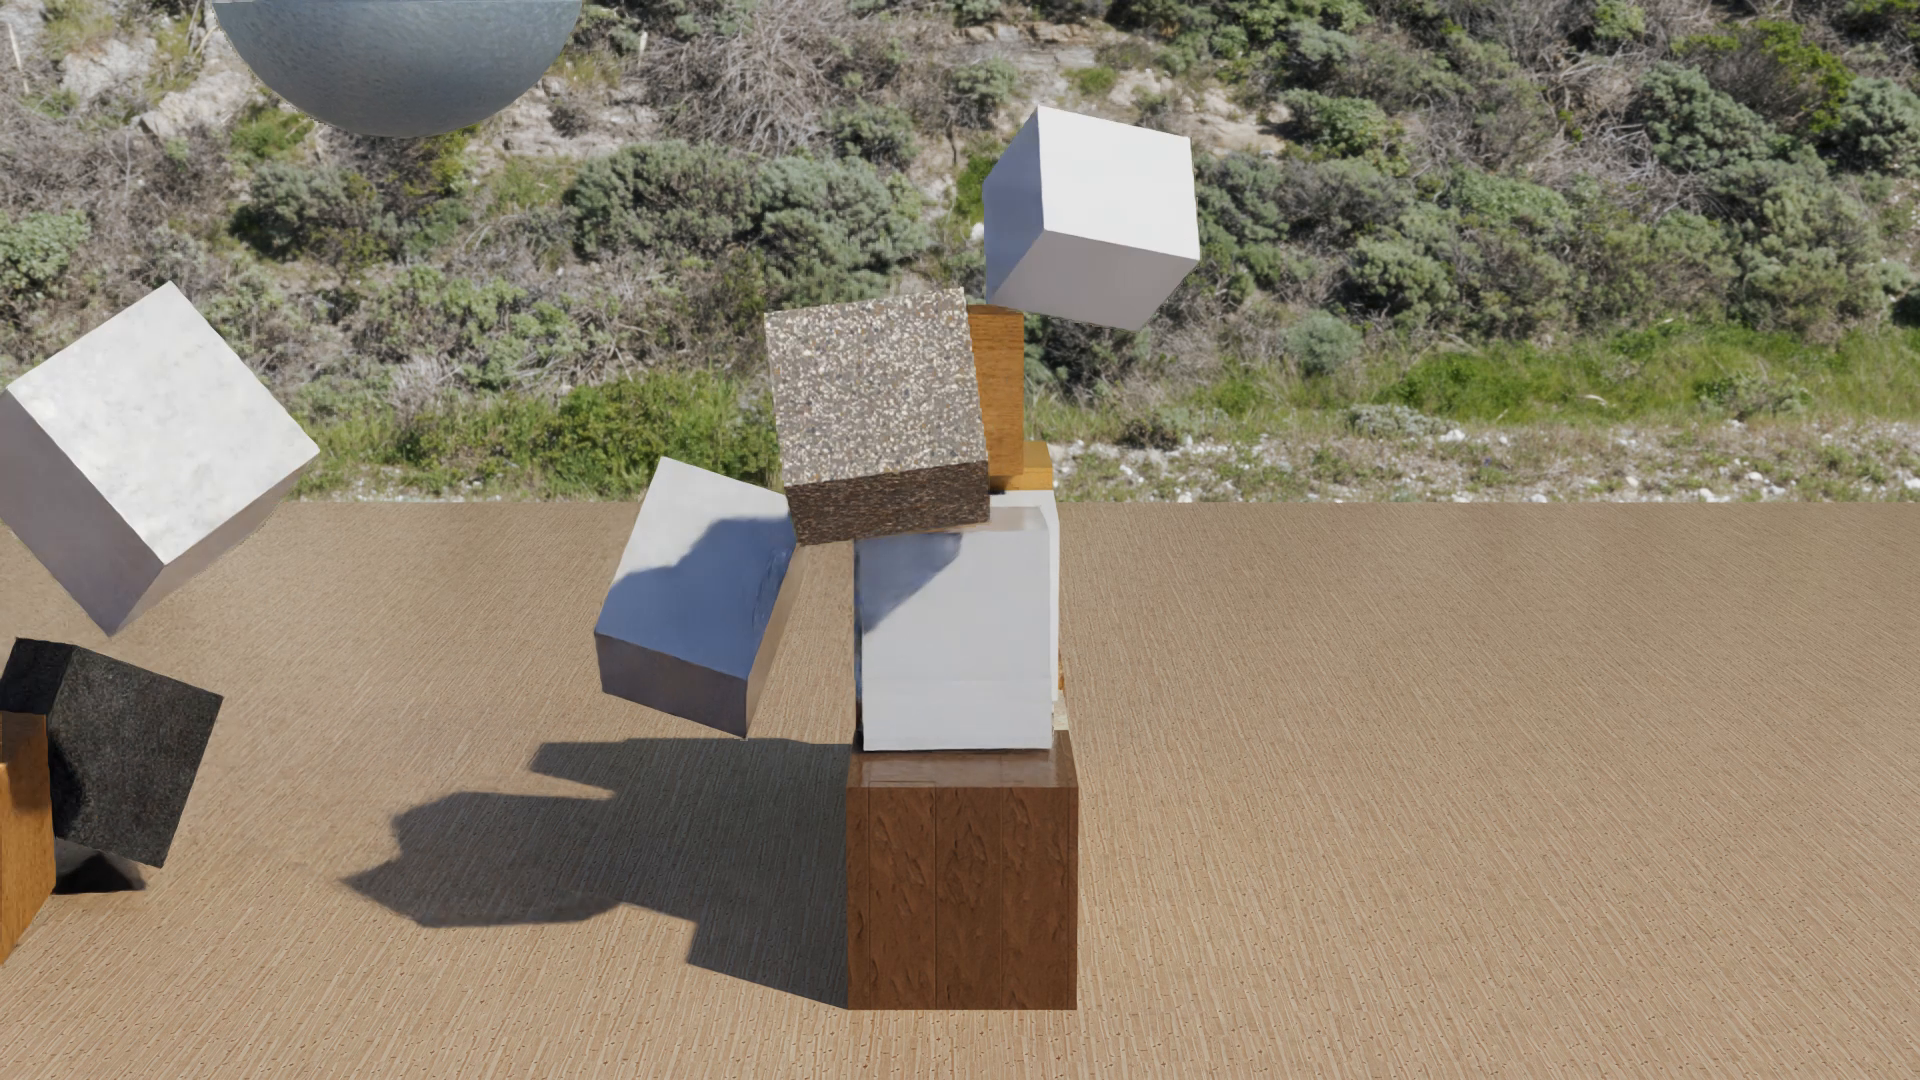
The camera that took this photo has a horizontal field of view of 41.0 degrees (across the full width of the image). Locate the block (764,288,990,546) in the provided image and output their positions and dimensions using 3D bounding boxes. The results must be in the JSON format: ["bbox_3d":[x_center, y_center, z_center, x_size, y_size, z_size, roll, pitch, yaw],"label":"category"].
[{"bbox_3d":[-0.299,-0.445,9.534,0.730,0.663,0.760,-8,-16,-1],"label":"block"}]

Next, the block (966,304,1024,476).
[{"bbox_3d":[-0.025,-0.684,11.549,0.598,0.709,0.565,0,10,-1],"label":"block"}]

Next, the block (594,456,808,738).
[{"bbox_3d":[-1.099,0.258,11.032,0.662,0.824,0.829,18,-22,2],"label":"block"}]

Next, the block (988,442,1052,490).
[{"bbox_3d":[-0.010,0.030,12.046,0.855,0.873,0.853,0,10,0],"label":"block"}]

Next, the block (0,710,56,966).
[{"bbox_3d":[-3.918,1.141,9.745,0.671,0.761,0.740,5,23,0],"label":"block"}]

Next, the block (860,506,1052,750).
[{"bbox_3d":[-0.023,0.340,10.394,0.736,0.856,0.837,-1,7,-1],"label":"block"}]

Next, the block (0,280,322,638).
[{"bbox_3d":[-2.984,-0.287,9.332,0.751,0.810,0.761,-44,6,-38],"label":"block"}]

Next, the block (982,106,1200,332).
[{"bbox_3d":[0.470,-1.169,9.393,0.607,0.527,0.526,9,-28,-20],"label":"block"}]

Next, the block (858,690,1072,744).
[{"bbox_3d":[0.017,1.146,10.939,0.871,0.832,0.857,0,10,0],"label":"block"}]

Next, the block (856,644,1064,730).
[{"bbox_3d":[0.002,0.961,11.825,0.919,0.879,0.932,0,10,0],"label":"block"}]

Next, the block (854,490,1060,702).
[{"bbox_3d":[-0.013,0.230,11.236,0.864,0.768,0.783,0,12,0],"label":"block"}]

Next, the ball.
[{"bbox_3d":[-2.354,-2.489,10.728,1.600,1.600,1.600,0,10,0],"label":"ball"}]

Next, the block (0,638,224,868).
[{"bbox_3d":[-3.845,0.930,11.311,0.692,0.785,0.826,25,-14,-34],"label":"block"}]

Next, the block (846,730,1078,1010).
[{"bbox_3d":[0.008,1.279,10.083,0.870,0.876,0.849,0,10,0],"label":"block"}]
